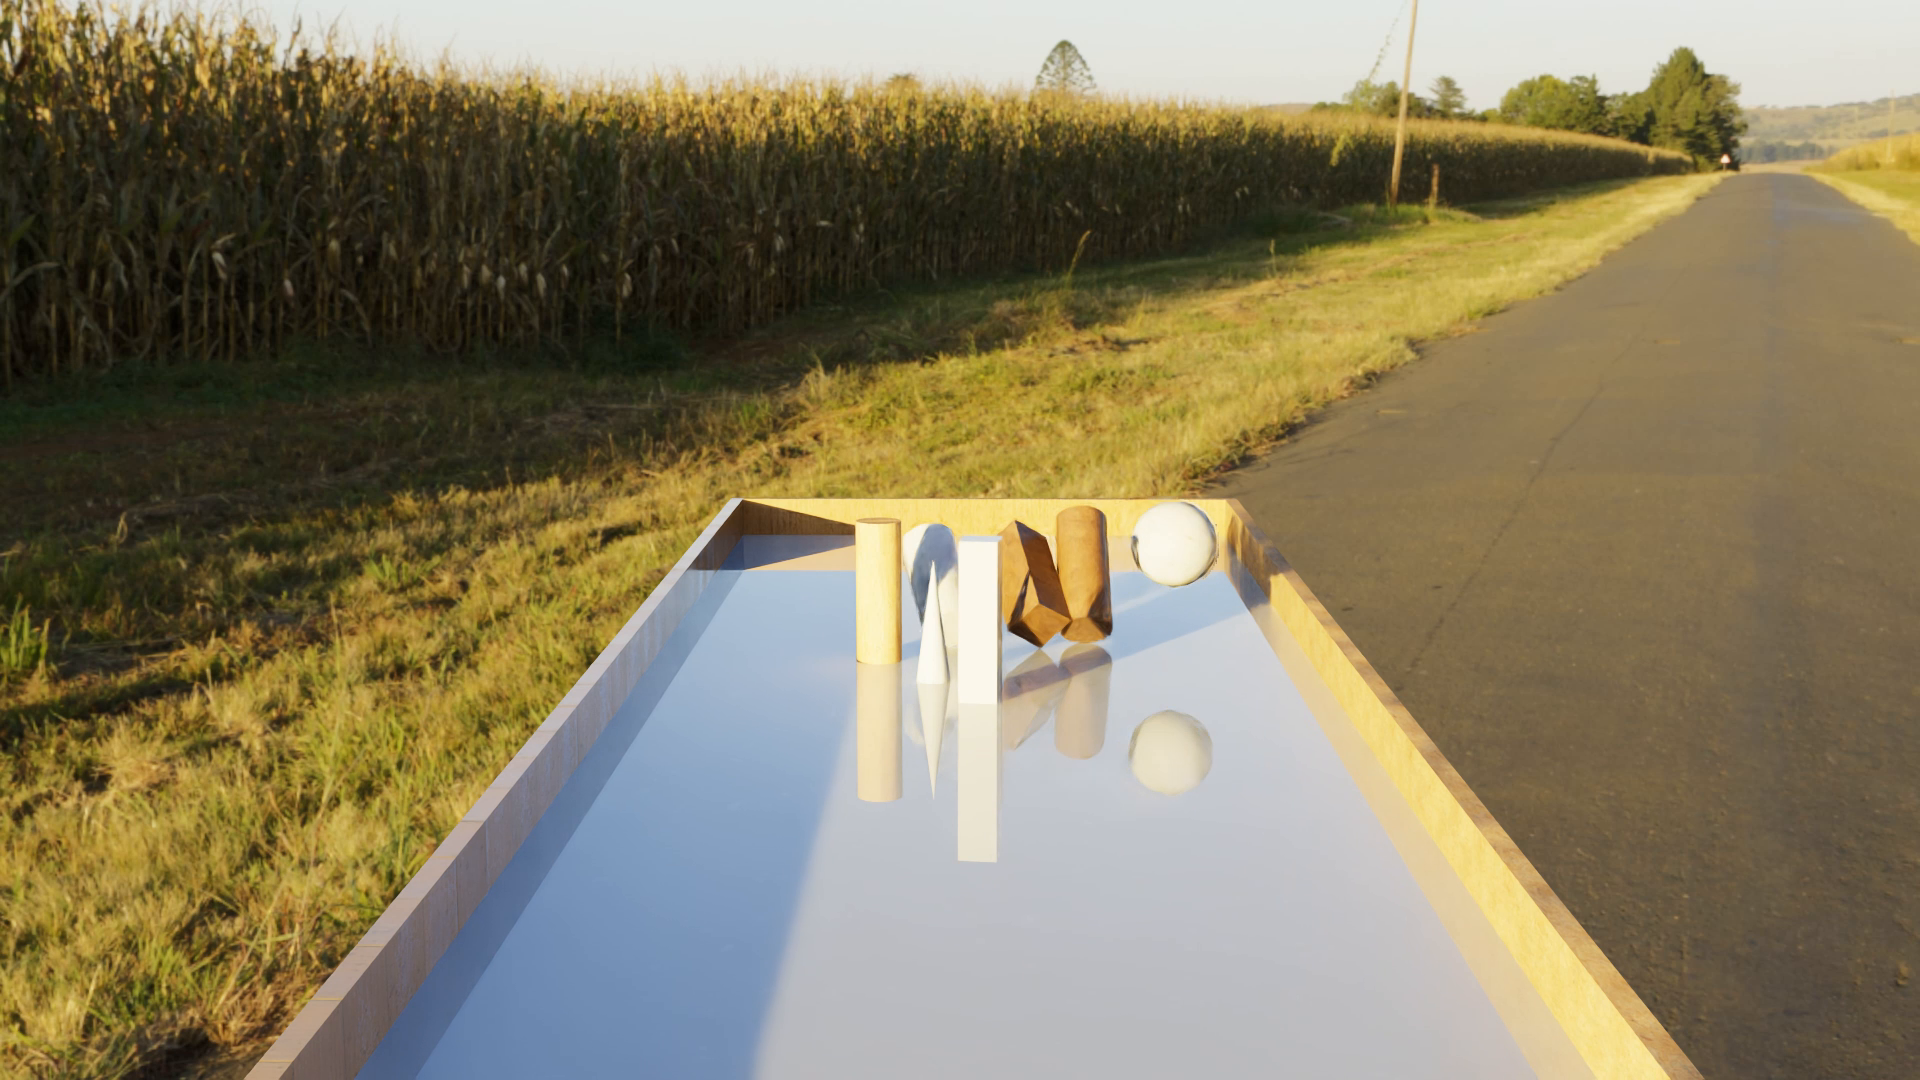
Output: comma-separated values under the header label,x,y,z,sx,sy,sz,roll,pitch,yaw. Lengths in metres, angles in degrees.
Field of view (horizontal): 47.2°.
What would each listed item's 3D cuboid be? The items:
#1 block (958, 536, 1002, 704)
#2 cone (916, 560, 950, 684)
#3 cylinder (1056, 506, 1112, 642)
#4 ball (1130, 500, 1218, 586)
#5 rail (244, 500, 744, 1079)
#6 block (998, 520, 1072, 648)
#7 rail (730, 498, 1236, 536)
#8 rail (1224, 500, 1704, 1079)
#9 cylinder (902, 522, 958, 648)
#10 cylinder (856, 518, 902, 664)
label,x,y,z,sx,sy,sz,roll,pitch,yaw
block,0.057,0.222,6.149,0.109,0.456,0.109,1,9,9
cone,-0.077,0.230,6.398,0.101,0.364,0.101,0,9,0
cylinder,0.393,0.108,6.994,0.166,0.409,0.166,-1,-32,0
ball,0.664,0.011,6.813,0.267,0.267,0.267,0,9,0
rail,-1.004,0.839,3.234,0.050,0.150,12.000,0,9,1
block,0.212,0.136,6.941,0.143,0.143,0.379,28,31,-35
rail,0.099,-0.098,9.147,2.100,0.150,0.050,0,9,1
rail,1.046,0.843,3.208,0.050,0.150,12.000,0,9,1
cylinder,-0.067,0.141,6.947,0.171,0.171,0.379,-2,47,-14
cylinder,-0.246,0.153,6.674,0.139,0.428,0.139,0,9,0
